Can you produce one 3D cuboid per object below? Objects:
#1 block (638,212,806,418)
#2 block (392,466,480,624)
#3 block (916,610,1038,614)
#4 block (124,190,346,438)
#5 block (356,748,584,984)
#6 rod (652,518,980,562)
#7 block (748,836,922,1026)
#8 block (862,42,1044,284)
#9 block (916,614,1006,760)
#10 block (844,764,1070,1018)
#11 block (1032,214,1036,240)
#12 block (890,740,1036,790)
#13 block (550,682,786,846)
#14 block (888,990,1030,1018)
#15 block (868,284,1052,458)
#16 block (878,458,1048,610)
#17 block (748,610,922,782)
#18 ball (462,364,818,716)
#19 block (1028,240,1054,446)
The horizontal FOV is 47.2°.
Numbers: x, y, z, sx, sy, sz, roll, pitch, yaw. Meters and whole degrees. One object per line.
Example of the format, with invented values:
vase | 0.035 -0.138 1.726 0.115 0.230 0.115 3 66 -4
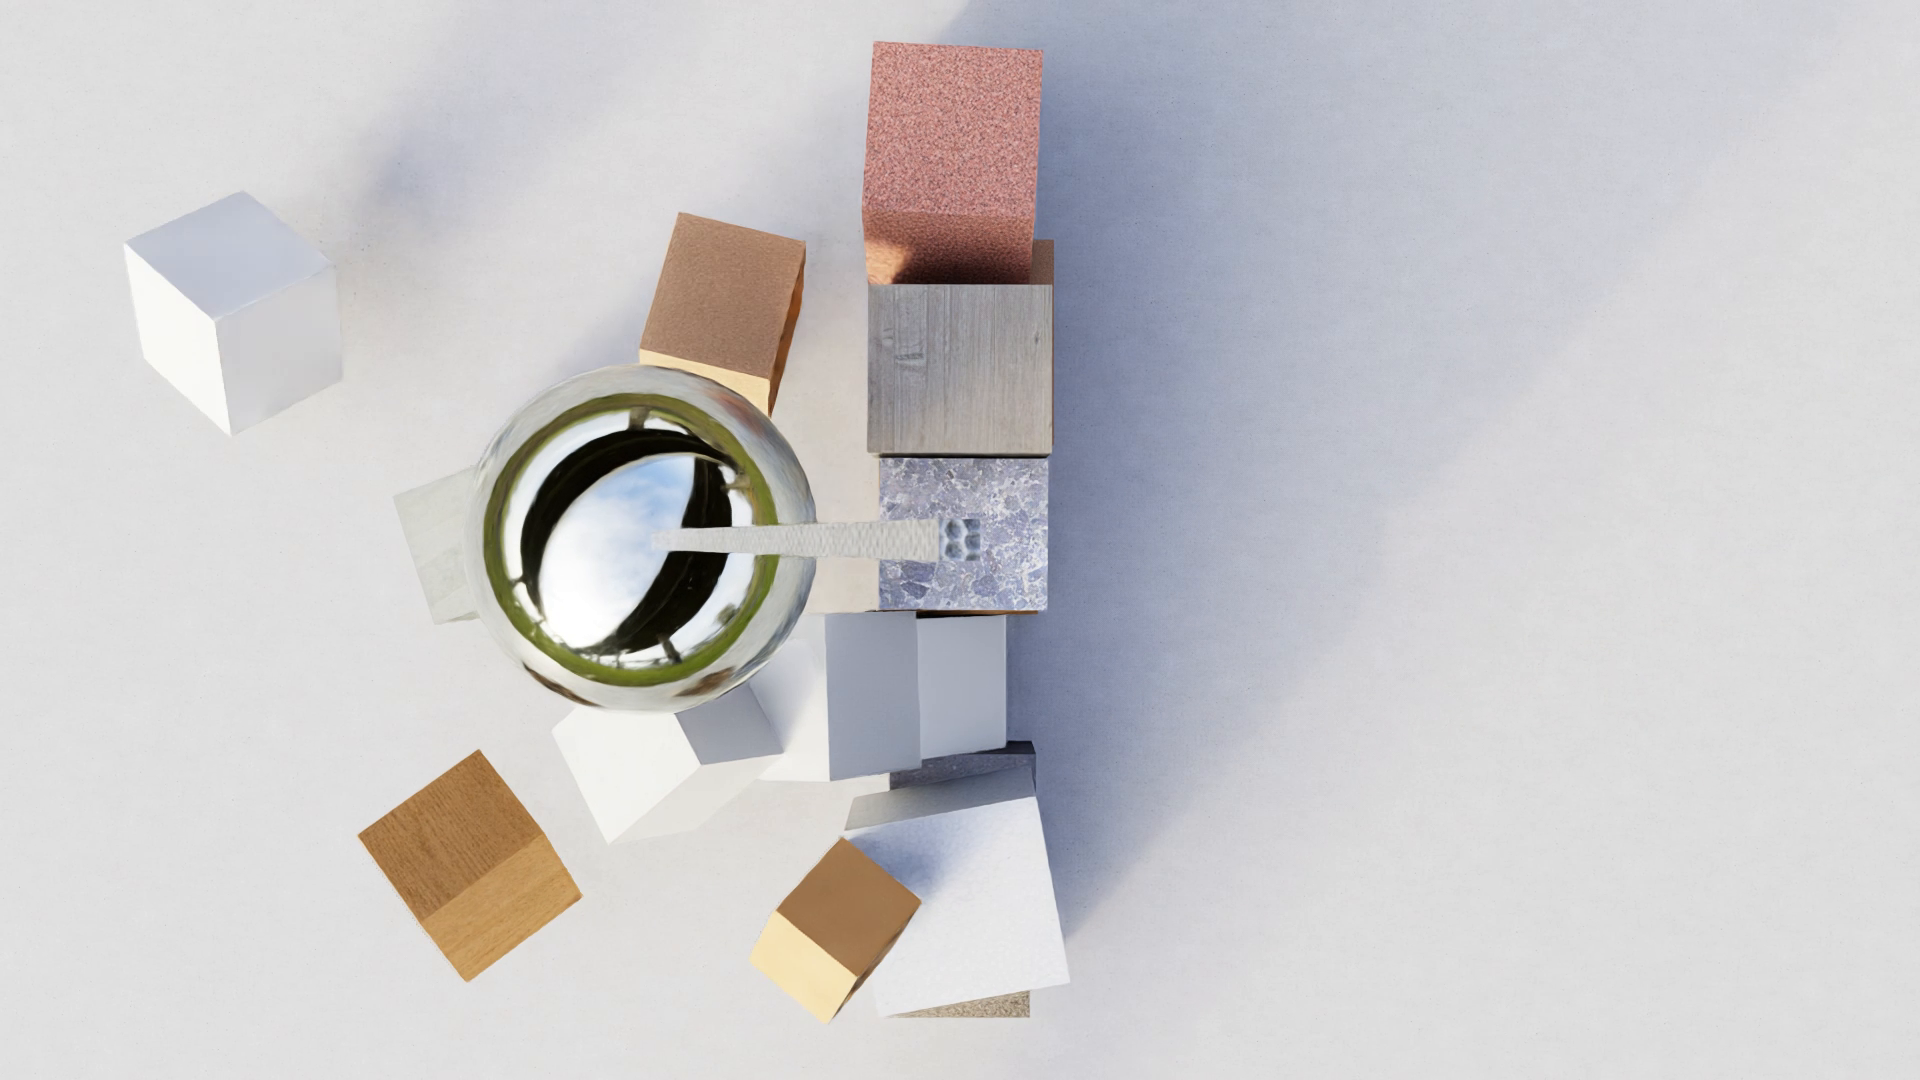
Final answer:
block | -1.275 -1.164 11.872 0.693 0.736 0.824 13 70 -1
block | -2.604 -0.024 12.558 0.829 0.763 0.756 -19 88 7
block | -0.007 -0.046 12.586 0.879 0.828 0.916 0 90 0
block | -3.992 -1.257 12.151 0.823 0.837 0.753 37 51 24
block | -2.575 1.726 11.621 0.755 0.756 0.664 -36 58 -16
rod | -0.625 0.000 6.681 0.080 5.200 0.080 0 90 -14
block | -0.613 1.913 10.760 0.506 0.554 0.554 38 50 8
block | -0.036 -1.906 11.406 0.853 1.027 0.914 3 75 1
block | -0.327 0.804 12.398 0.817 0.899 0.757 0 90 34
block | -0.013 1.832 11.653 0.989 1.031 0.968 -10 93 1
block | -0.002 -2.141 12.513 0.845 0.974 1.021 0 90 0
block | 0.015 1.529 12.585 0.816 0.830 0.682 0 90 0
block | -1.496 1.037 11.278 0.757 0.664 0.682 -41 69 27
block | -0.005 2.266 12.603 0.786 0.794 0.770 0 90 0
block | -0.001 -0.857 11.426 0.921 0.872 0.841 0 90 0
block | 0.017 -0.031 11.816 0.878 0.711 0.789 0 90 0
block | -0.826 0.815 11.709 0.920 0.802 0.847 -3 89 34
ball | -1.442 0.000 9.982 1.600 1.600 1.600 0 90 0
block | 0.010 -1.067 12.431 0.993 1.138 1.107 0 90 0
